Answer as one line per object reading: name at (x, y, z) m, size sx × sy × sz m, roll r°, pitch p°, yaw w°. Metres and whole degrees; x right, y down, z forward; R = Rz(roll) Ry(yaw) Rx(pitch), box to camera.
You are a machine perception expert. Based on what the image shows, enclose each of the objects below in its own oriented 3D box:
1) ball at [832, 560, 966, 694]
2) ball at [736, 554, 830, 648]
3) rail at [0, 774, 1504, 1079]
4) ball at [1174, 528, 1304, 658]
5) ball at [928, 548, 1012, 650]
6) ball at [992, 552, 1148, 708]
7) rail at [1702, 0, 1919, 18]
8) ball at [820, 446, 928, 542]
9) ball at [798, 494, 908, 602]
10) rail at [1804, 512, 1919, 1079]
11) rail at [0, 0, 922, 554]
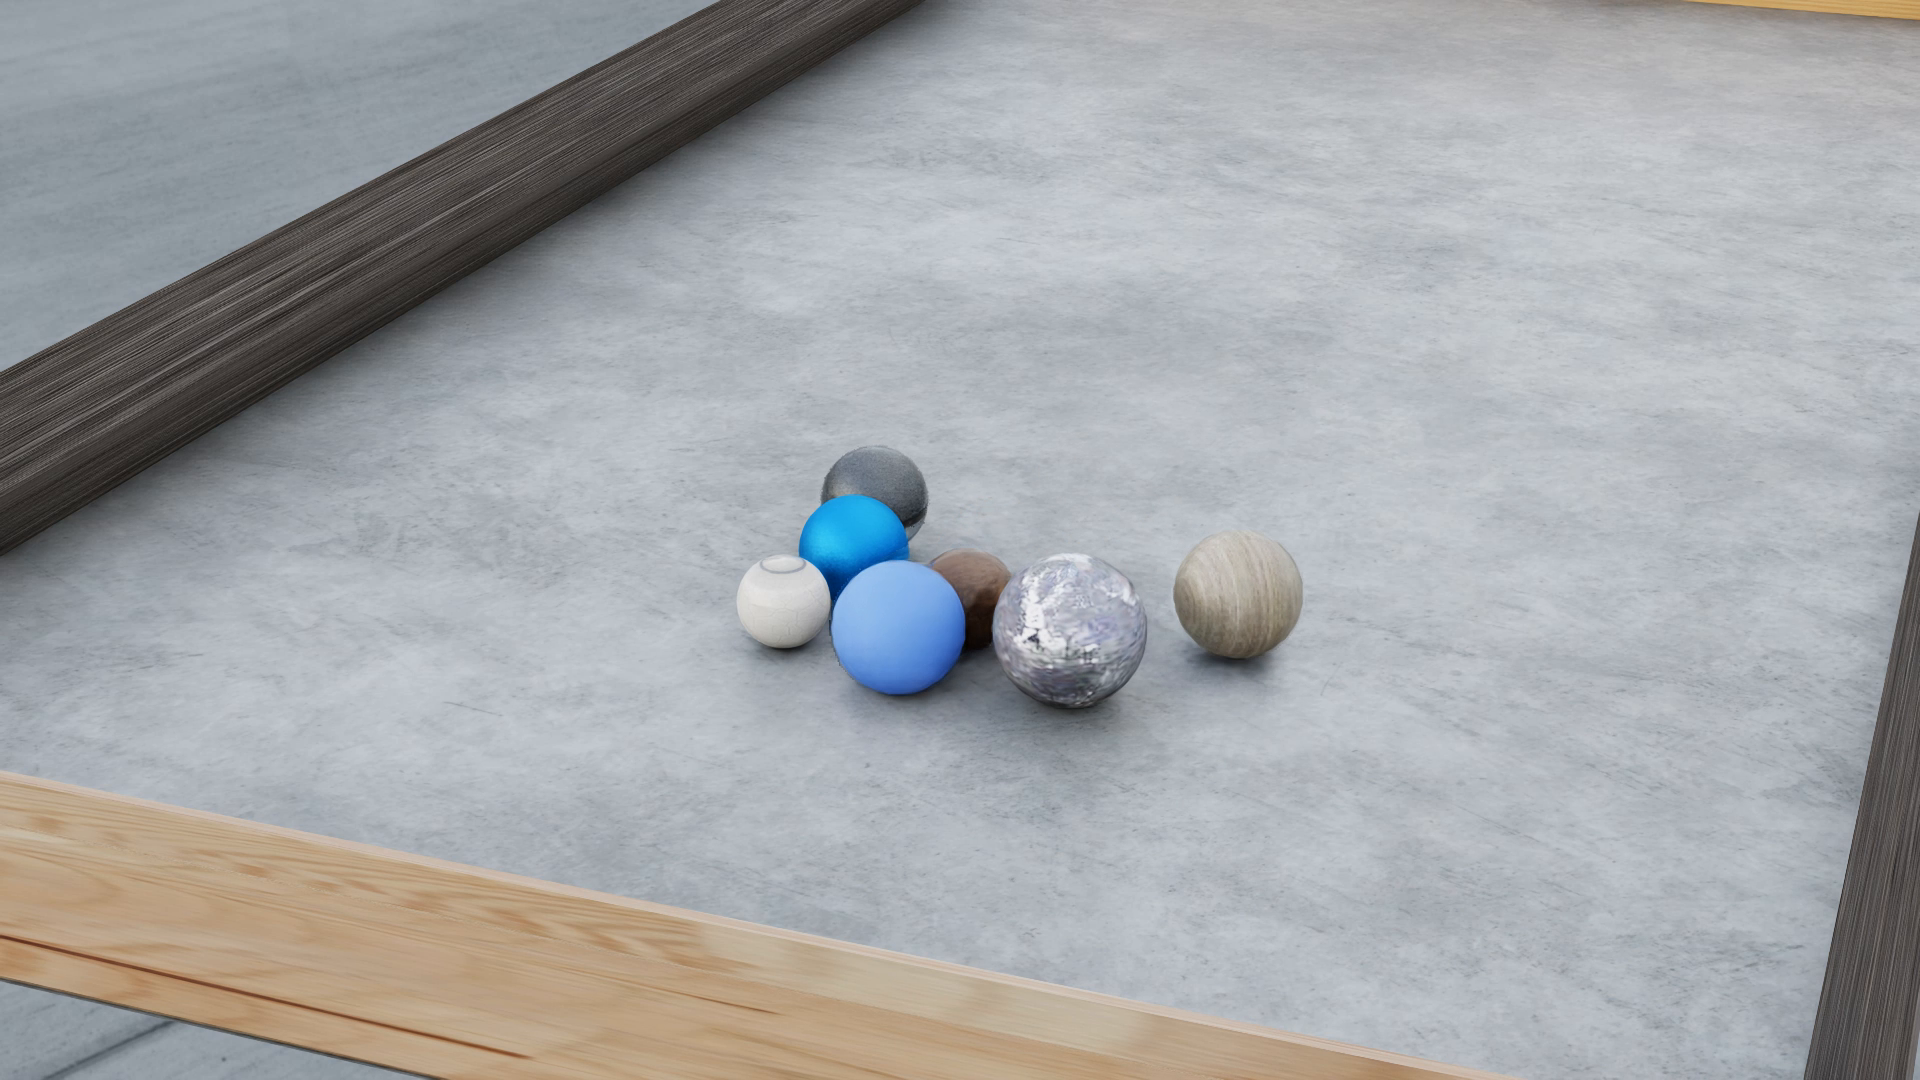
ball at (-0.038, 0.054, 1.830) m, size 0.084 × 0.084 × 0.084 m, roll 0°, pitch 24°, yaw 0°
ball at (-0.113, 0.039, 1.892) m, size 0.061 × 0.061 × 0.061 m, roll 0°, pitch 24°, yaw 0°
rail at (-0.215, 0.205, 1.432) m, size 1.285 × 0.125 × 0.045 m, roll 9°, pitch 25°, yaw 19°
ball at (0.178, 0.034, 1.877) m, size 0.083 × 0.083 × 0.083 m, roll 0°, pitch 24°, yaw 0°
ball at (0.004, 0.038, 1.890) m, size 0.066 × 0.066 × 0.066 m, roll 0°, pitch 24°, yaw 0°
ball at (0.067, 0.056, 1.811) m, size 0.096 × 0.096 × 0.096 m, roll 0°, pitch 24°, yaw 0°
rail at (0.663, -0.728, 3.555) m, size 1.285 × 0.125 × 0.045 m, roll 9°, pitch 25°, yaw 19°
ball at (-0.059, -0.028, 2.027) m, size 0.075 × 0.075 × 0.075 m, roll 0°, pitch 24°, yaw 0°
ball at (-0.070, 0.007, 1.951) m, size 0.073 × 0.073 × 0.073 m, roll 0°, pitch 24°, yaw 0°
rail at (0.803, -0.173, 2.293) m, size 0.045 × 0.125 × 2.527 m, roll 9°, pitch 25°, yaw 19°
rail at (-0.355, -0.349, 2.694) m, size 0.045 × 0.125 × 2.527 m, roll 9°, pitch 25°, yaw 19°
